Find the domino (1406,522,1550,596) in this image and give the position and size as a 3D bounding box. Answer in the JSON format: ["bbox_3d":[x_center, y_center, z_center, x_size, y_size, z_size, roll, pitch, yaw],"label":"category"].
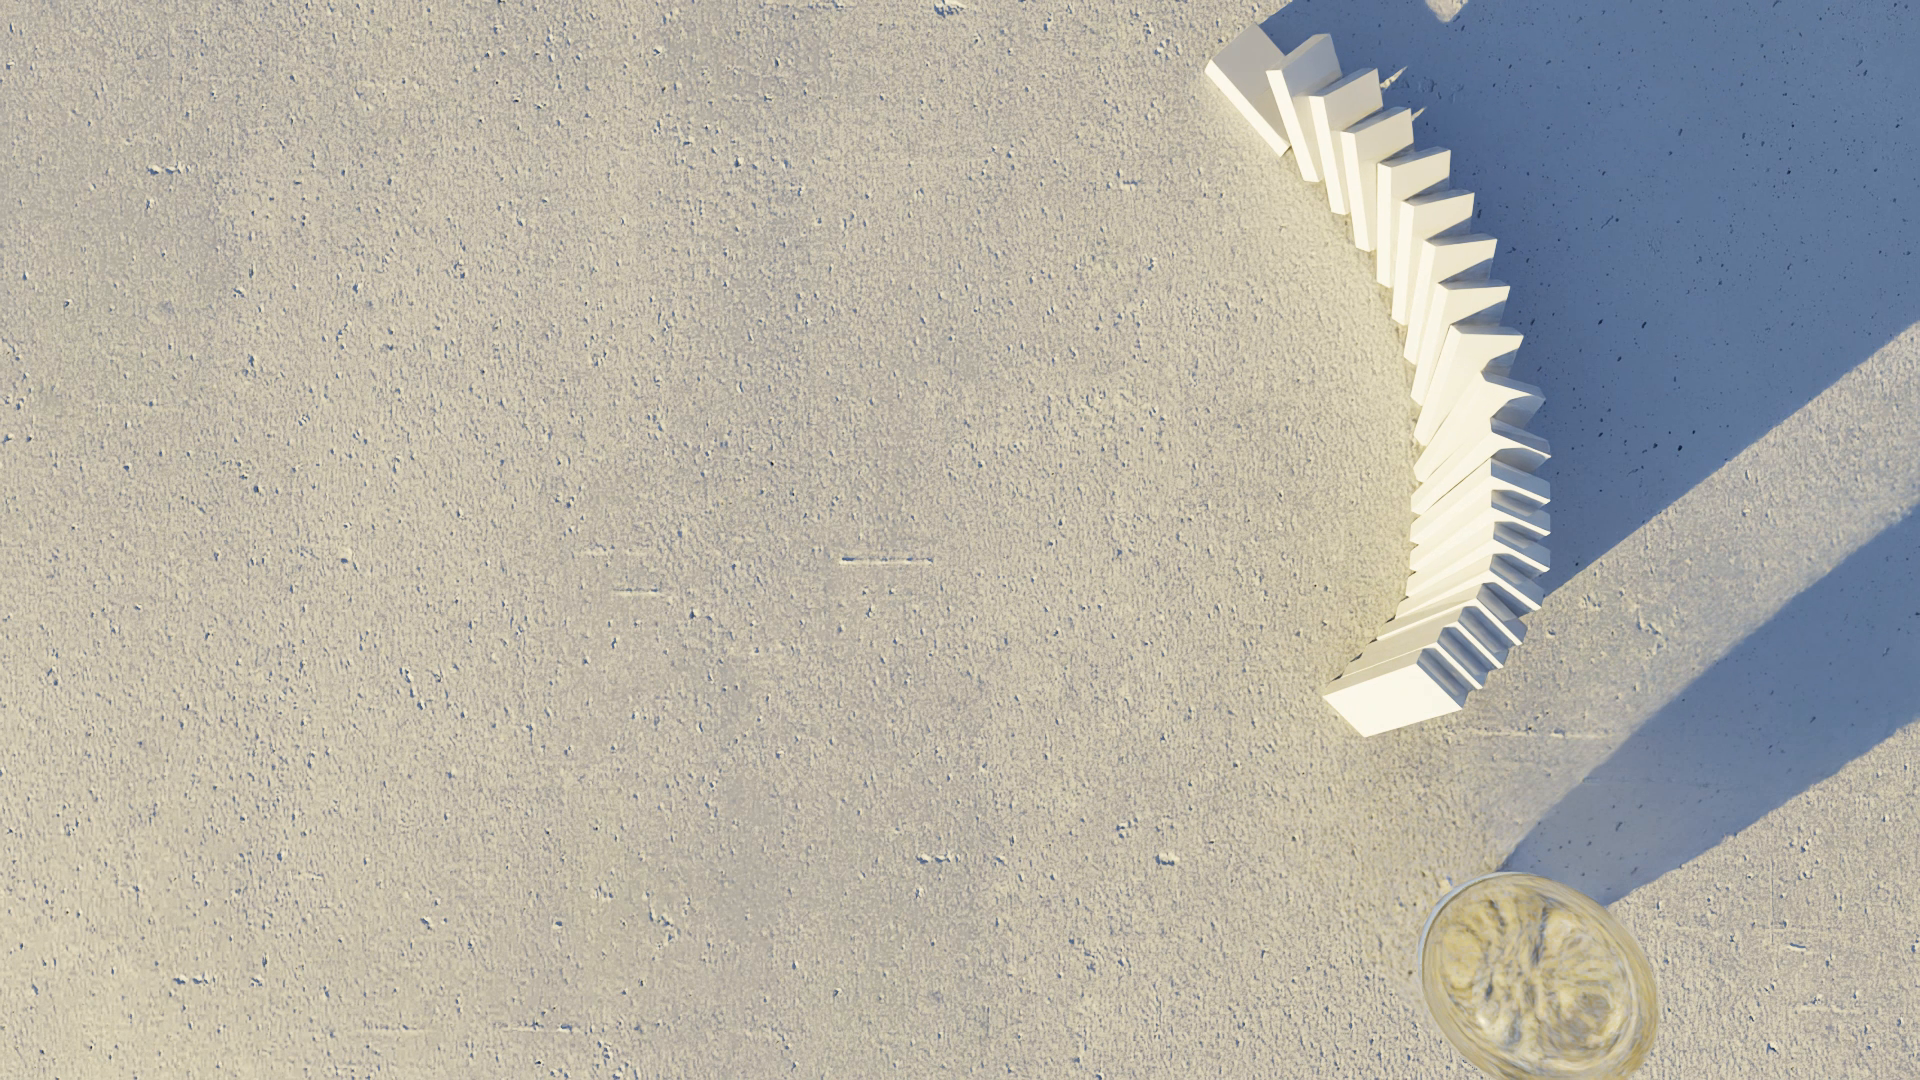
[{"bbox_3d":[0.211,0.014,0.376,0.025,0.050,0.009,27,57,-1],"label":"domino"}]

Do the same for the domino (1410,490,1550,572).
[{"bbox_3d":[0.212,0.001,0.376,0.025,0.050,0.010,23,57,0],"label":"domino"}]

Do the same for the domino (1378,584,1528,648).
[{"bbox_3d":[0.201,0.038,0.377,0.025,0.050,0.009,44,56,0],"label":"domino"}]

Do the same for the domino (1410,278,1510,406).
[{"bbox_3d":[0.208,-0.082,0.383,0.025,0.009,0.050,-4,123,0],"label":"domino"}]

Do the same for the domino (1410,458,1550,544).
[{"bbox_3d":[0.212,-0.011,0.376,0.025,0.050,0.009,22,57,0],"label":"domino"}]

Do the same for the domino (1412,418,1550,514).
[{"bbox_3d":[0.213,-0.026,0.378,0.025,0.050,0.010,22,51,0],"label":"domino"}]

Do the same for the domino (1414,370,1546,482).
[{"bbox_3d":[0.214,-0.044,0.380,0.025,0.009,0.050,16,130,0],"label":"domino"}]

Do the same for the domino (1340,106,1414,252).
[{"bbox_3d":[0.176,-0.150,0.383,0.025,0.010,0.050,-24,121,0],"label":"domino"}]

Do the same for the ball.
[{"bbox_3d":[0.224,0.173,0.360,0.080,0.080,0.080,0,90,0],"label":"ball"}]

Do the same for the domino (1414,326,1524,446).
[{"bbox_3d":[0.211,-0.064,0.382,0.025,0.009,0.050,2,124,0],"label":"domino"}]

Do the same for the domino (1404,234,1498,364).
[{"bbox_3d":[0.204,-0.100,0.382,0.025,0.010,0.050,-7,123,0],"label":"domino"}]

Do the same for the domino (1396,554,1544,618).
[{"bbox_3d":[0.208,0.027,0.376,0.025,0.050,0.010,35,57,-1],"label":"domino"}]

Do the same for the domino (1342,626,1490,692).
[{"bbox_3d":[0.186,0.055,0.377,0.025,0.050,0.010,44,56,0],"label":"domino"}]

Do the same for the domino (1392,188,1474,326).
[{"bbox_3d":[0.197,-0.118,0.382,0.025,0.009,0.050,-13,123,0],"label":"domino"}]

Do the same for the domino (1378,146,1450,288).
[{"bbox_3d":[0.189,-0.134,0.382,0.025,0.010,0.050,-17,123,0],"label":"domino"}]

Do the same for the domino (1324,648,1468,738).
[{"bbox_3d":[0.178,0.064,0.377,0.025,0.050,0.009,44,56,0],"label":"domino"}]

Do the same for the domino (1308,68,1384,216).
[{"bbox_3d":[0.164,-0.166,0.383,0.025,0.009,0.050,-28,121,-1],"label":"domino"}]

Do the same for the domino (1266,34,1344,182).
[{"bbox_3d":[0.149,-0.180,0.383,0.025,0.009,0.050,-37,122,-1],"label":"domino"}]

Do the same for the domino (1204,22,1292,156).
[{"bbox_3d":[0.133,-0.194,0.395,0.025,0.009,0.050,-42,90,0],"label":"domino"}]

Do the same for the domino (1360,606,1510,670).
[{"bbox_3d":[0.194,0.047,0.377,0.025,0.050,0.009,44,56,0],"label":"domino"}]
